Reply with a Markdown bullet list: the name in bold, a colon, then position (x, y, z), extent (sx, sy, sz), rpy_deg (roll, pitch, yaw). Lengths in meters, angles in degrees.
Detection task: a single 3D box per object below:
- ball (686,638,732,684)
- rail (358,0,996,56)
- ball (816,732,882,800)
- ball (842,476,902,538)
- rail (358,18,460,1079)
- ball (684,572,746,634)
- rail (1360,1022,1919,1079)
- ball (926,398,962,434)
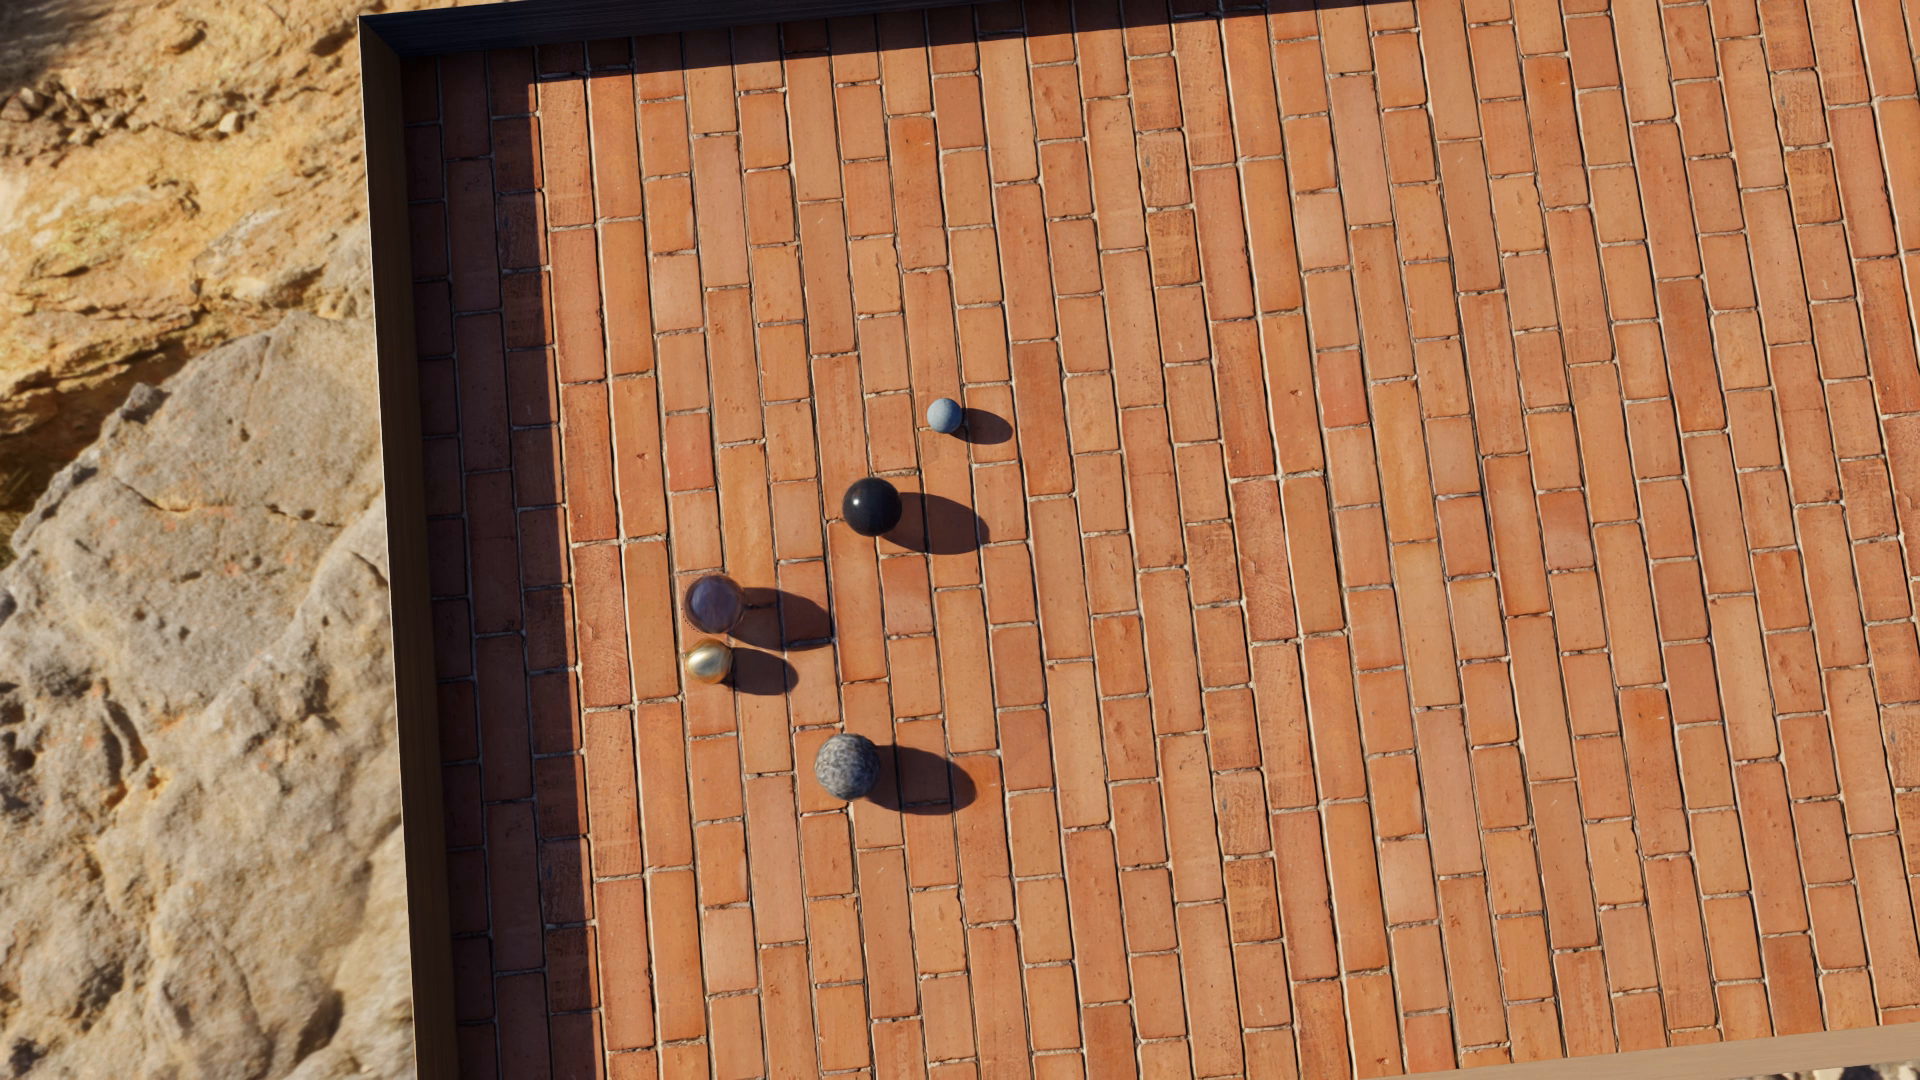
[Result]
- **ball**: position (-0.370, 0.179, 3.253), extent (0.067, 0.067, 0.067), rpy_deg (0, 80, 0)
- **rail**: position (0.741, -0.923, 3.416), extent (3.321, 0.126, 0.045), rpy_deg (-6, 80, -1)
- **ball**: position (-0.163, 0.330, 3.212), extent (0.097, 0.097, 0.097), rpy_deg (0, 80, 0)
- **ball**: position (-0.131, -0.049, 3.282), extent (0.091, 0.091, 0.091), rpy_deg (0, 80, 0)
- **rail**: position (-0.803, 0.075, 3.241), extent (0.045, 0.126, 1.758), rpy_deg (-6, 80, -1)
- **ball**: position (-0.363, 0.094, 3.256), extent (0.092, 0.092, 0.092), rpy_deg (0, 80, 0)
- **rail**: position (0.911, 0.753, 3.121), extent (3.321, 0.126, 0.045), rpy_deg (-6, 80, -1)
- **ball**: position (-0.023, -0.188, 3.324), extent (0.054, 0.054, 0.054), rpy_deg (0, 80, 0)
